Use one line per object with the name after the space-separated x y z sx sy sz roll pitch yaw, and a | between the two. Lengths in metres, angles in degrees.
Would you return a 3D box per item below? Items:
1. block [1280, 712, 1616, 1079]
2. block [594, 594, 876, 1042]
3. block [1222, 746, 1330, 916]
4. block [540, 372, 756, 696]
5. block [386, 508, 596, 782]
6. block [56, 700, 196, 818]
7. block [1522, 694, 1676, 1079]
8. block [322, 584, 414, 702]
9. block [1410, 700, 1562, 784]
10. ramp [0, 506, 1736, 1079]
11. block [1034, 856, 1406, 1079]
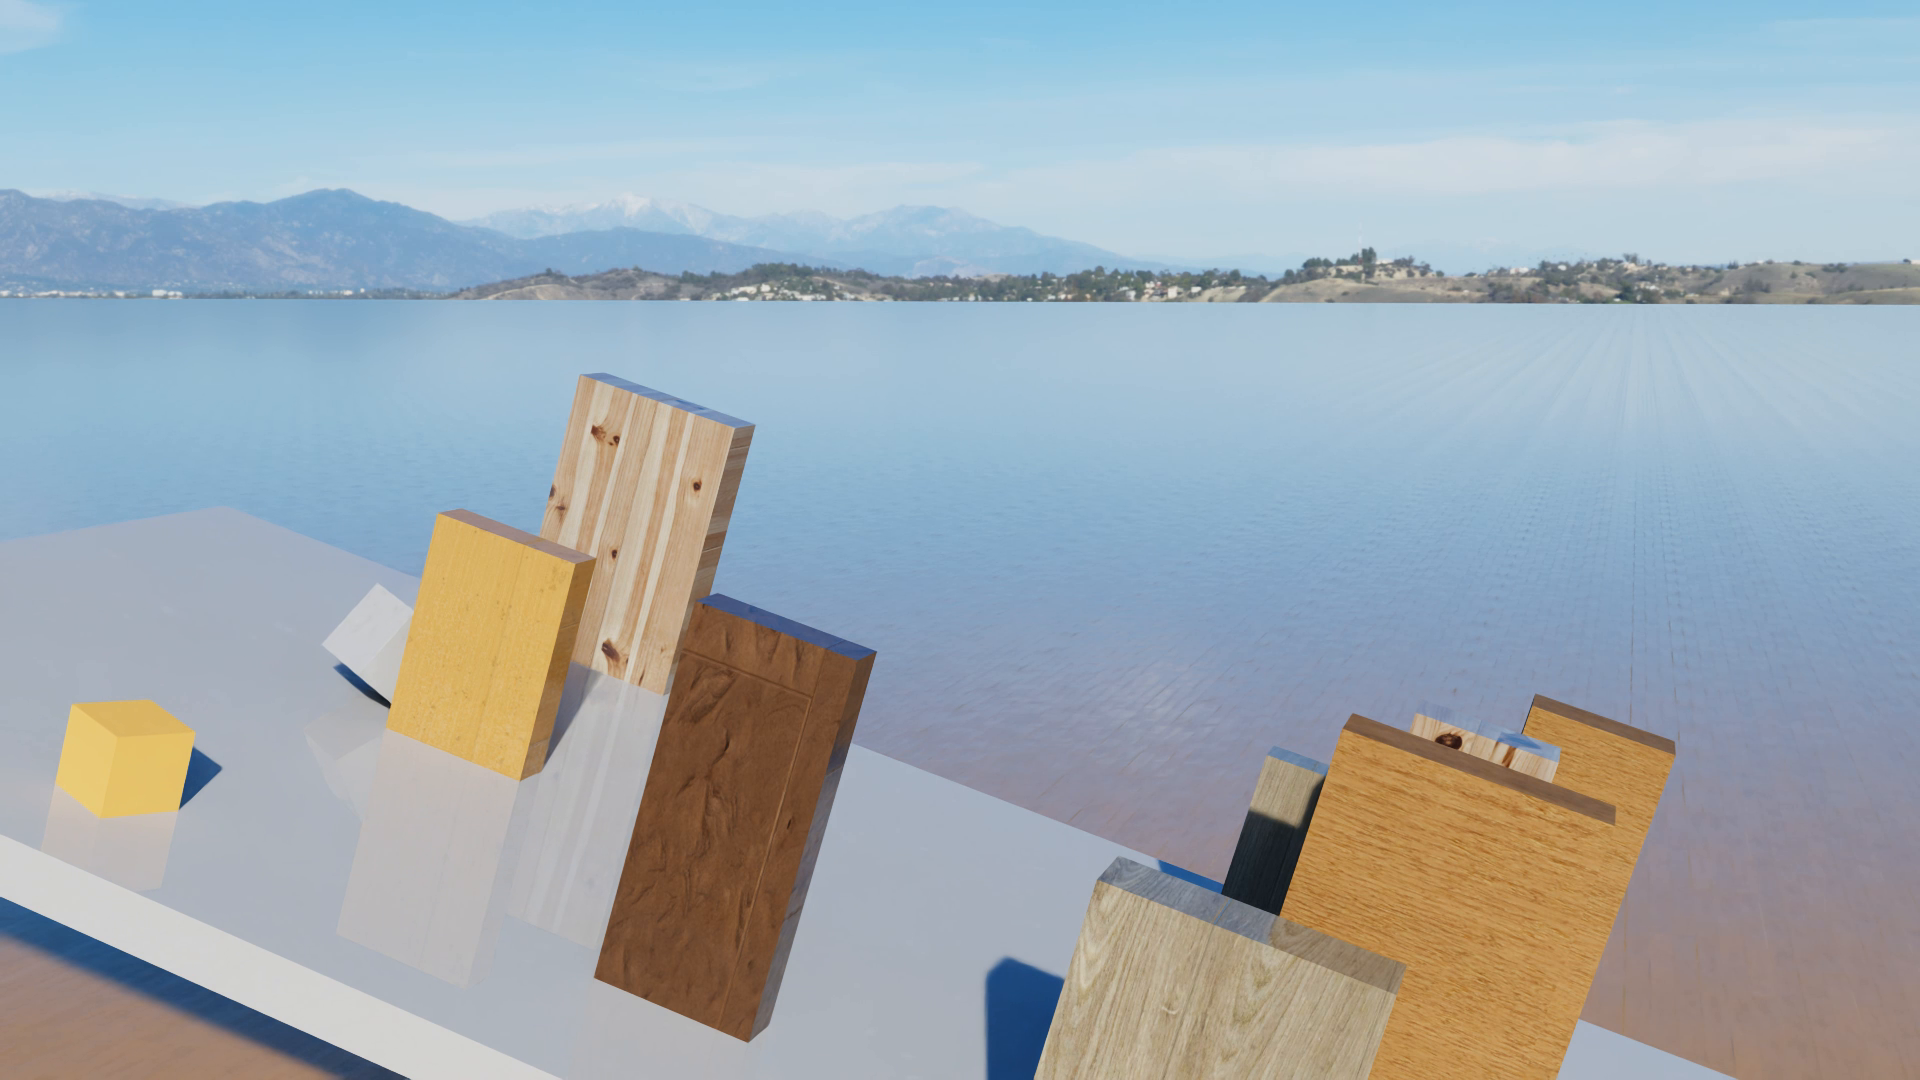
0.707 0.717 3.515 0.431 0.769 0.132 19 12 14 | block
-0.367 0.449 3.559 0.285 0.664 0.090 19 12 14 | block
0.650 0.684 4.267 0.261 0.502 0.089 19 12 14 | block
-0.774 -0.017 5.208 0.407 0.662 0.125 19 12 14 | block
-0.942 0.208 4.412 0.313 0.461 0.094 19 12 14 | block
-1.425 0.372 3.756 0.147 0.147 0.147 24 14 35 | block
1.154 0.697 4.351 0.279 0.722 0.135 19 12 14 | block
-1.174 0.229 4.560 0.170 0.170 0.170 28 -17 44 | block
0.773 0.684 3.738 0.240 0.780 0.120 19 12 14 | block
-0.369 0.712 4.234 4.000 0.100 2.000 19 12 14 | ramp
0.339 0.800 3.171 0.440 0.547 0.137 19 12 14 | block
